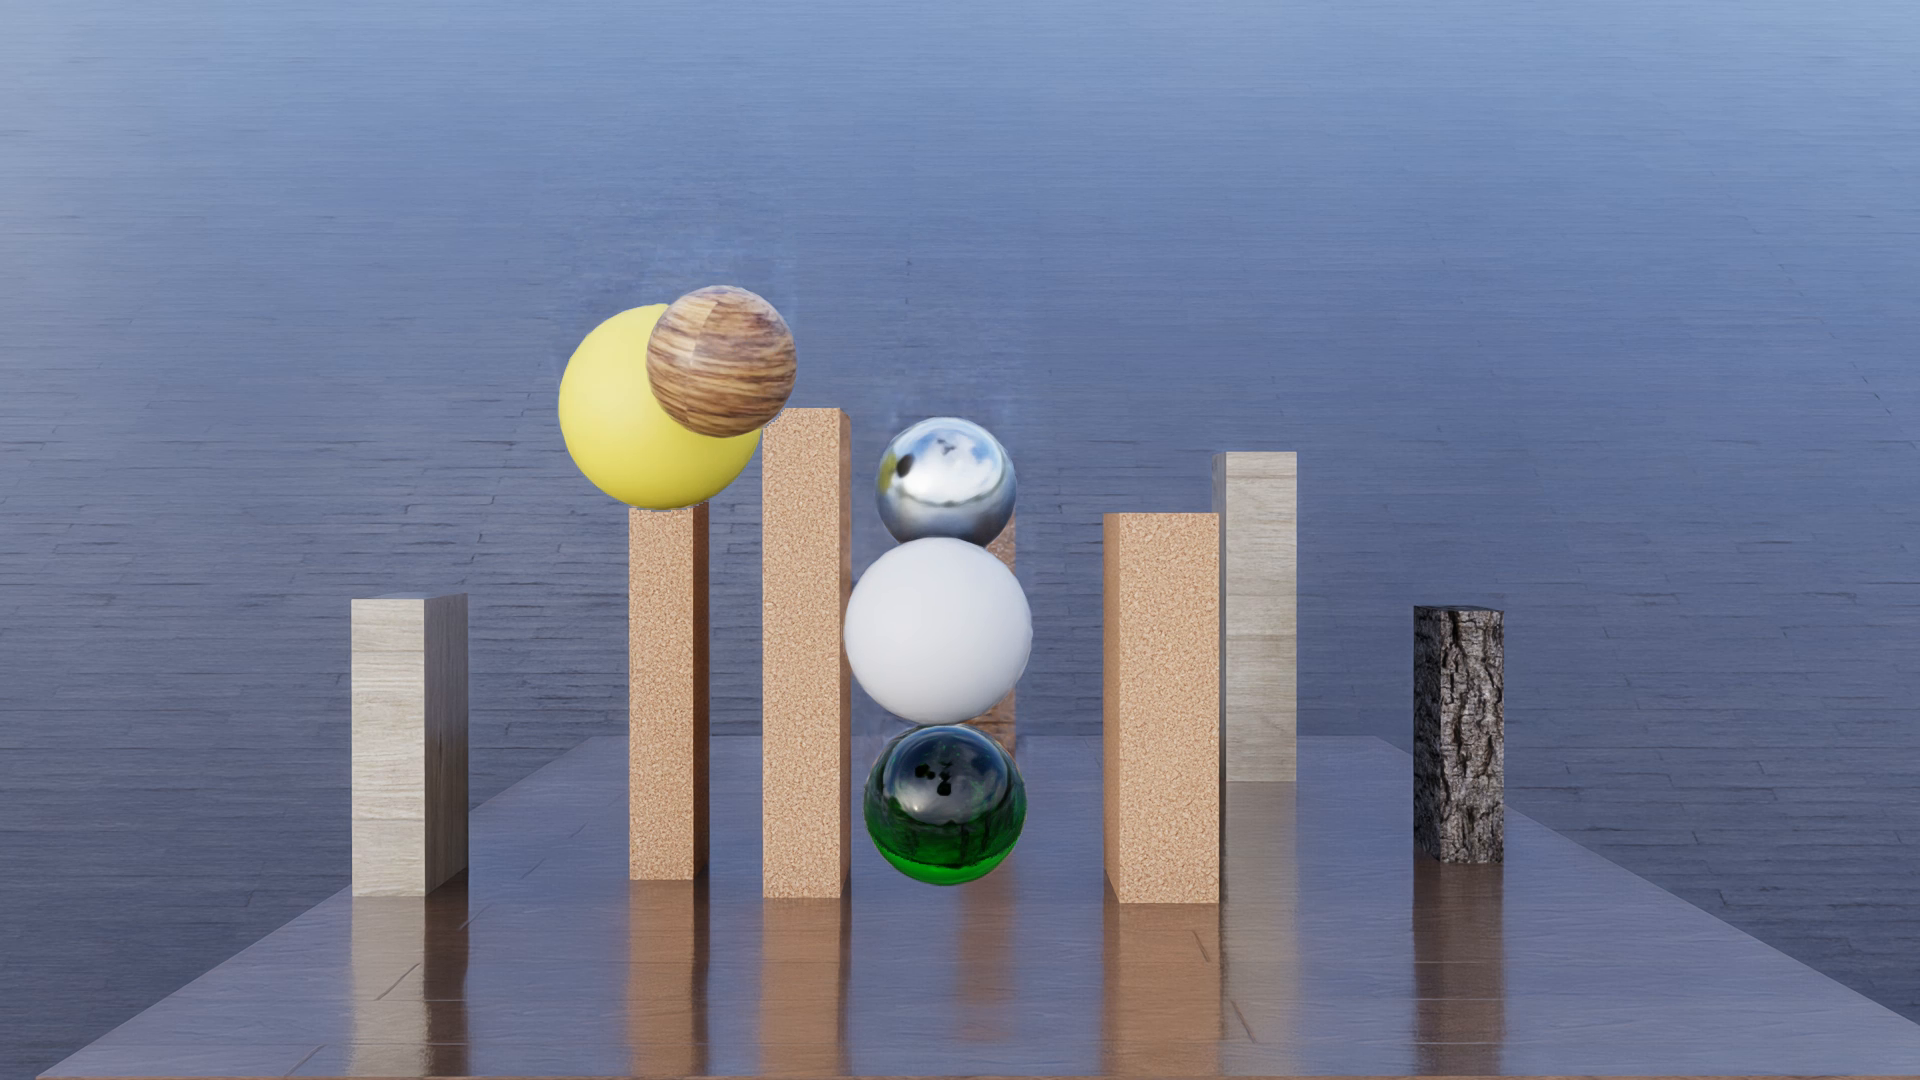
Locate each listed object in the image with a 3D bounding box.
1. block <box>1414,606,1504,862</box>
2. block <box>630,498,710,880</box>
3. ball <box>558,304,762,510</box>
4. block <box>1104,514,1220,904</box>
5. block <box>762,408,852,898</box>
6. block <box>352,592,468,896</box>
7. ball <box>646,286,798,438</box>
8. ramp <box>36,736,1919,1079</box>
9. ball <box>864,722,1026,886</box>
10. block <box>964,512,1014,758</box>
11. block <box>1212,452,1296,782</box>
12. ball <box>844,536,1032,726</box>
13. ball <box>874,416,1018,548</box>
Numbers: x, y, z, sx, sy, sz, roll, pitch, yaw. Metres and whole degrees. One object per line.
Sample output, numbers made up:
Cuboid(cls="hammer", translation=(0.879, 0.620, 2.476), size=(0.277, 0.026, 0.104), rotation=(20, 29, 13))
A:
Cuboid(cls="block", translation=(0.834, 0.319, 4.333), size=(0.102, 0.410, 0.251), rotation=(0, 1, 0))
Cuboid(cls="block", translation=(-0.464, 0.206, 4.147), size=(0.099, 0.641, 0.263), rotation=(0, 1, 0))
Cuboid(cls="ball", translation=(-0.300, -0.134, 2.599), size=(0.206, 0.206, 0.206), rotation=(0, 28, 0))
Cuboid(cls="block", translation=(0.305, 0.243, 3.984), size=(0.145, 0.570, 0.426), rotation=(0, 1, 0))
Cuboid(cls="block", translation=(-0.235, 0.165, 4.031), size=(0.114, 0.725, 0.411), rotation=(0, 1, 0))
Cuboid(cls="block", translation=(-0.850, 0.307, 4.015), size=(0.108, 0.442, 0.346), rotation=(0, 1, 0))
Cuboid(cls="ball", translation=(-0.224, -0.168, 2.433), size=(0.143, 0.143, 0.143), rotation=(0, 28, 0))
Cuboid(cls="ramp", translation=(0.064, 0.572, 4.614), size=(2.000, 0.100, 4.000), rotation=(0, 1, 0))
Cuboid(cls="ball", translation=(-0.017, 0.299, 2.936), size=(0.186, 0.186, 0.186), rotation=(0, 28, 0))
Cuboid(cls="block", translation=(0.063, 0.216, 5.985), size=(0.121, 0.583, 0.275), rotation=(0, 1, 0))
Cuboid(cls="block", translation=(0.640, 0.161, 5.643), size=(0.149, 0.700, 0.310), rotation=(0, 1, 0))
Cuboid(cls="ball", translation=(-0.021, 0.086, 2.443), size=(0.178, 0.178, 0.178), rotation=(0, 28, 0))
Cuboid(cls="ball", translation=(-0.014, -0.051, 2.524), size=(0.140, 0.140, 0.140), rotation=(0, 28, 0))
